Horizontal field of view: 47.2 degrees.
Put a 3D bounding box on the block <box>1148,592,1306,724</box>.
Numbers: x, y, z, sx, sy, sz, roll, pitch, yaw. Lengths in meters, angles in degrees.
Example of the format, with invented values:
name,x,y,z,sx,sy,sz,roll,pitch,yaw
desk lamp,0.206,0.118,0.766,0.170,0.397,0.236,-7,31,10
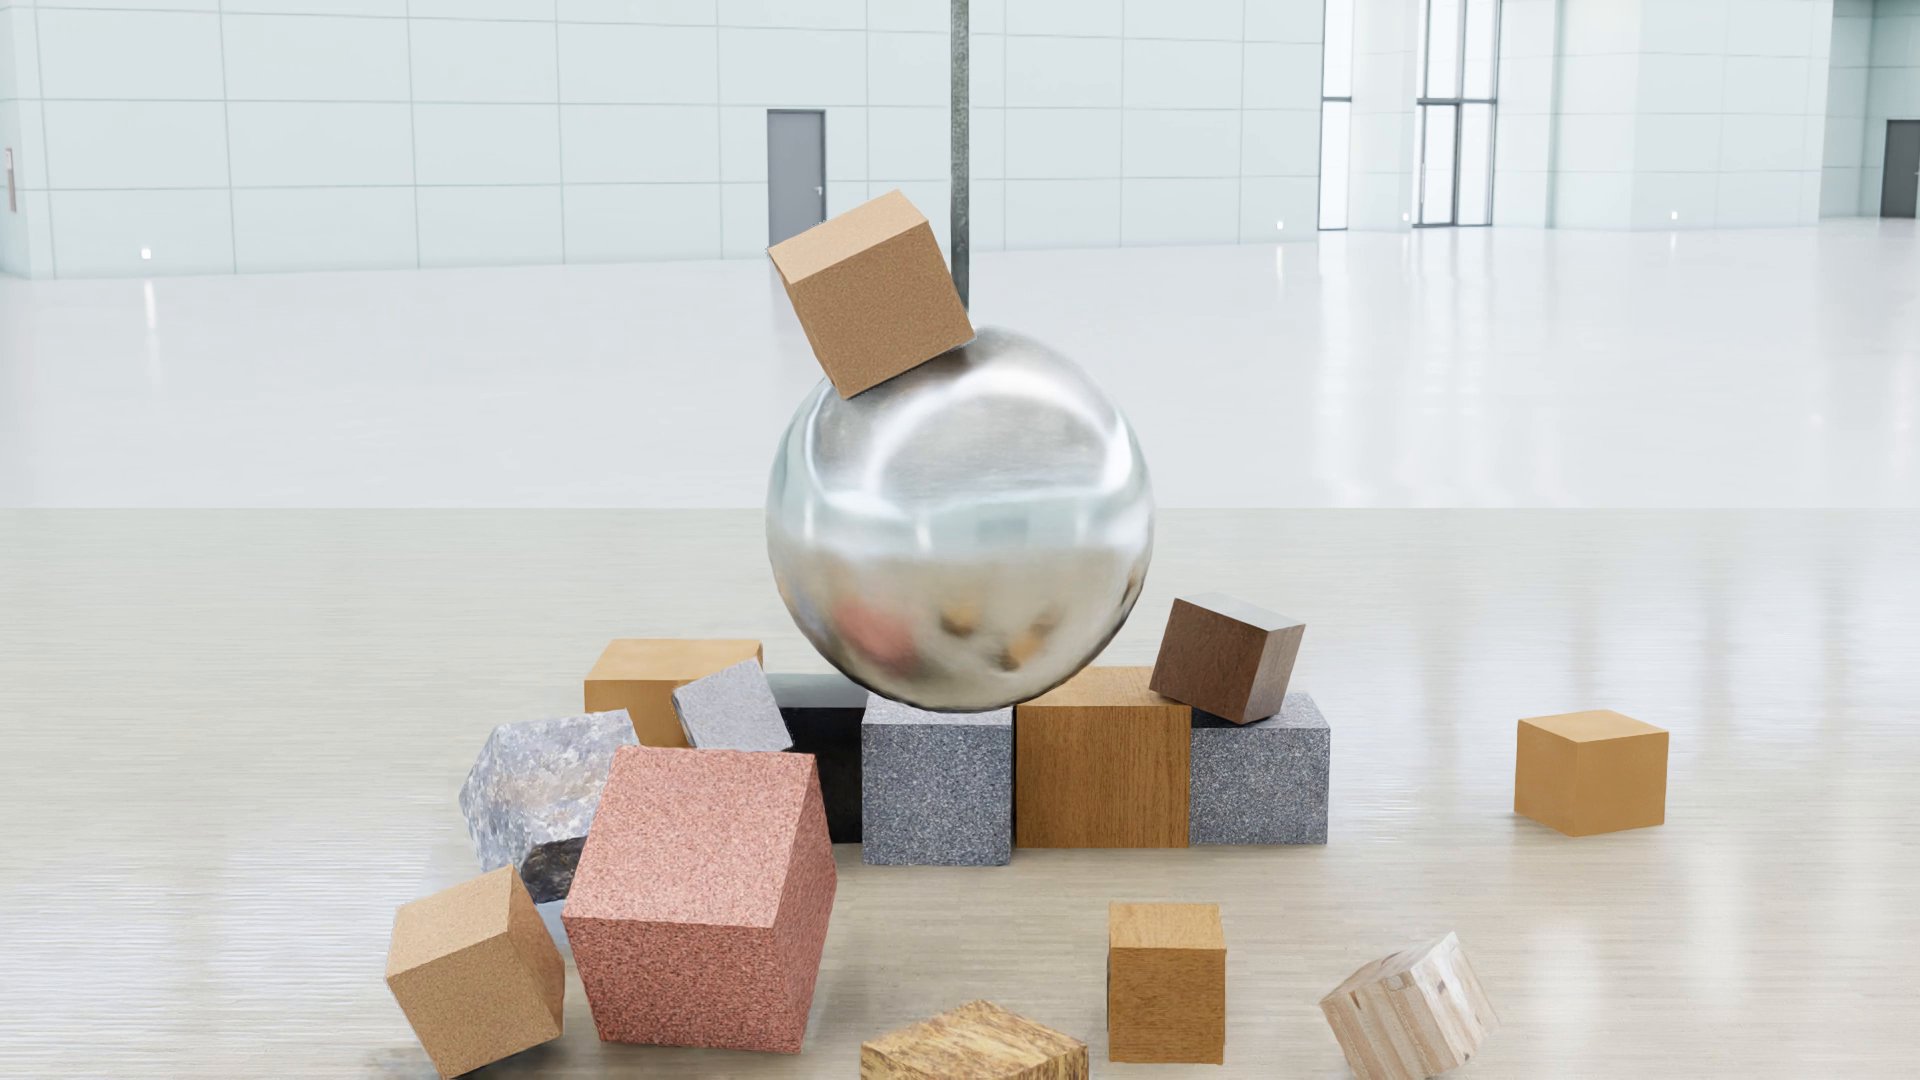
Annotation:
name,x,y,z,sx,sy,sz,roll,pitch,yaw
block,1.356,0.587,11.125,0.516,0.487,0.558,20,11,26

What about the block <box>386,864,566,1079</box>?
name,x,y,z,sx,sy,sz,roll,pitch,yaw
block,-1.846,1.652,8.435,0.482,0.502,0.493,-21,23,0

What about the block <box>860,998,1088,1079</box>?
name,x,y,z,sx,sy,sz,roll,pitch,yaw
block,0.051,1.943,7.476,0.552,0.492,0.533,-10,15,-41

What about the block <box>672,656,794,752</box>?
name,x,y,z,sx,sy,sz,roll,pitch,yaw
block,-1.085,0.862,10.422,0.414,0.451,0.454,-22,-6,-12

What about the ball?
name,x,y,z,sx,sy,sz,roll,pitch,yaw
ball,0.000,-0.090,8.998,1.600,1.600,1.600,0,10,0

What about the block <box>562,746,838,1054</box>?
name,x,y,z,sx,sy,sz,roll,pitch,yaw
block,-0.996,1.411,8.680,0.807,0.782,0.863,2,42,9

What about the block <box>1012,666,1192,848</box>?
name,x,y,z,sx,sy,sz,roll,pitch,yaw
block,0.713,1.112,11.395,0.868,0.736,0.837,0,10,0

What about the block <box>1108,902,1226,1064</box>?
name,x,y,z,sx,sy,sz,roll,pitch,yaw
block,0.807,1.742,8.677,0.440,0.467,0.500,1,10,3

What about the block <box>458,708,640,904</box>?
name,x,y,z,sx,sy,sz,roll,pitch,yaw
block,-1.800,1.216,9.938,0.639,0.599,0.620,-5,-33,-34

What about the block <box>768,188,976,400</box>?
name,x,y,z,sx,sy,sz,roll,pitch,yaw
block,-0.346,-0.956,8.506,0.566,0.509,0.487,-26,27,-4

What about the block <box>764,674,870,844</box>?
name,x,y,z,sx,sy,sz,roll,pitch,yaw
block,-0.759,1.124,11.403,0.580,0.709,0.701,0,10,0

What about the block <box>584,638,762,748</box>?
name,x,y,z,sx,sy,sz,roll,pitch,yaw
block,-1.457,1.042,11.378,0.797,0.879,0.917,0,10,0

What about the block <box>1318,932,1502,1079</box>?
name,x,y,z,sx,sy,sz,roll,pitch,yaw
block,1.687,1.775,8.237,0.416,0.387,0.419,-31,-7,35

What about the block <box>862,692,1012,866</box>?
name,x,y,z,sx,sy,sz,roll,pitch,yaw
block,-0.102,1.176,11.098,0.726,0.716,0.772,0,10,2

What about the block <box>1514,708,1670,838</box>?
name,x,y,z,sx,sy,sz,roll,pitch,yaw
block,3.298,1.211,11.504,0.575,0.501,0.499,-4,11,-22

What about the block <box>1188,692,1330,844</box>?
name,x,y,z,sx,sy,sz,roll,pitch,yaw
block,1.506,1.176,11.411,0.700,0.604,0.713,0,10,0

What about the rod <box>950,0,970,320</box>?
name,x,y,z,sx,sy,sz,roll,pitch,yaw
rod,0.000,-3.433,9.618,0.080,5.200,0.080,0,-10,0
